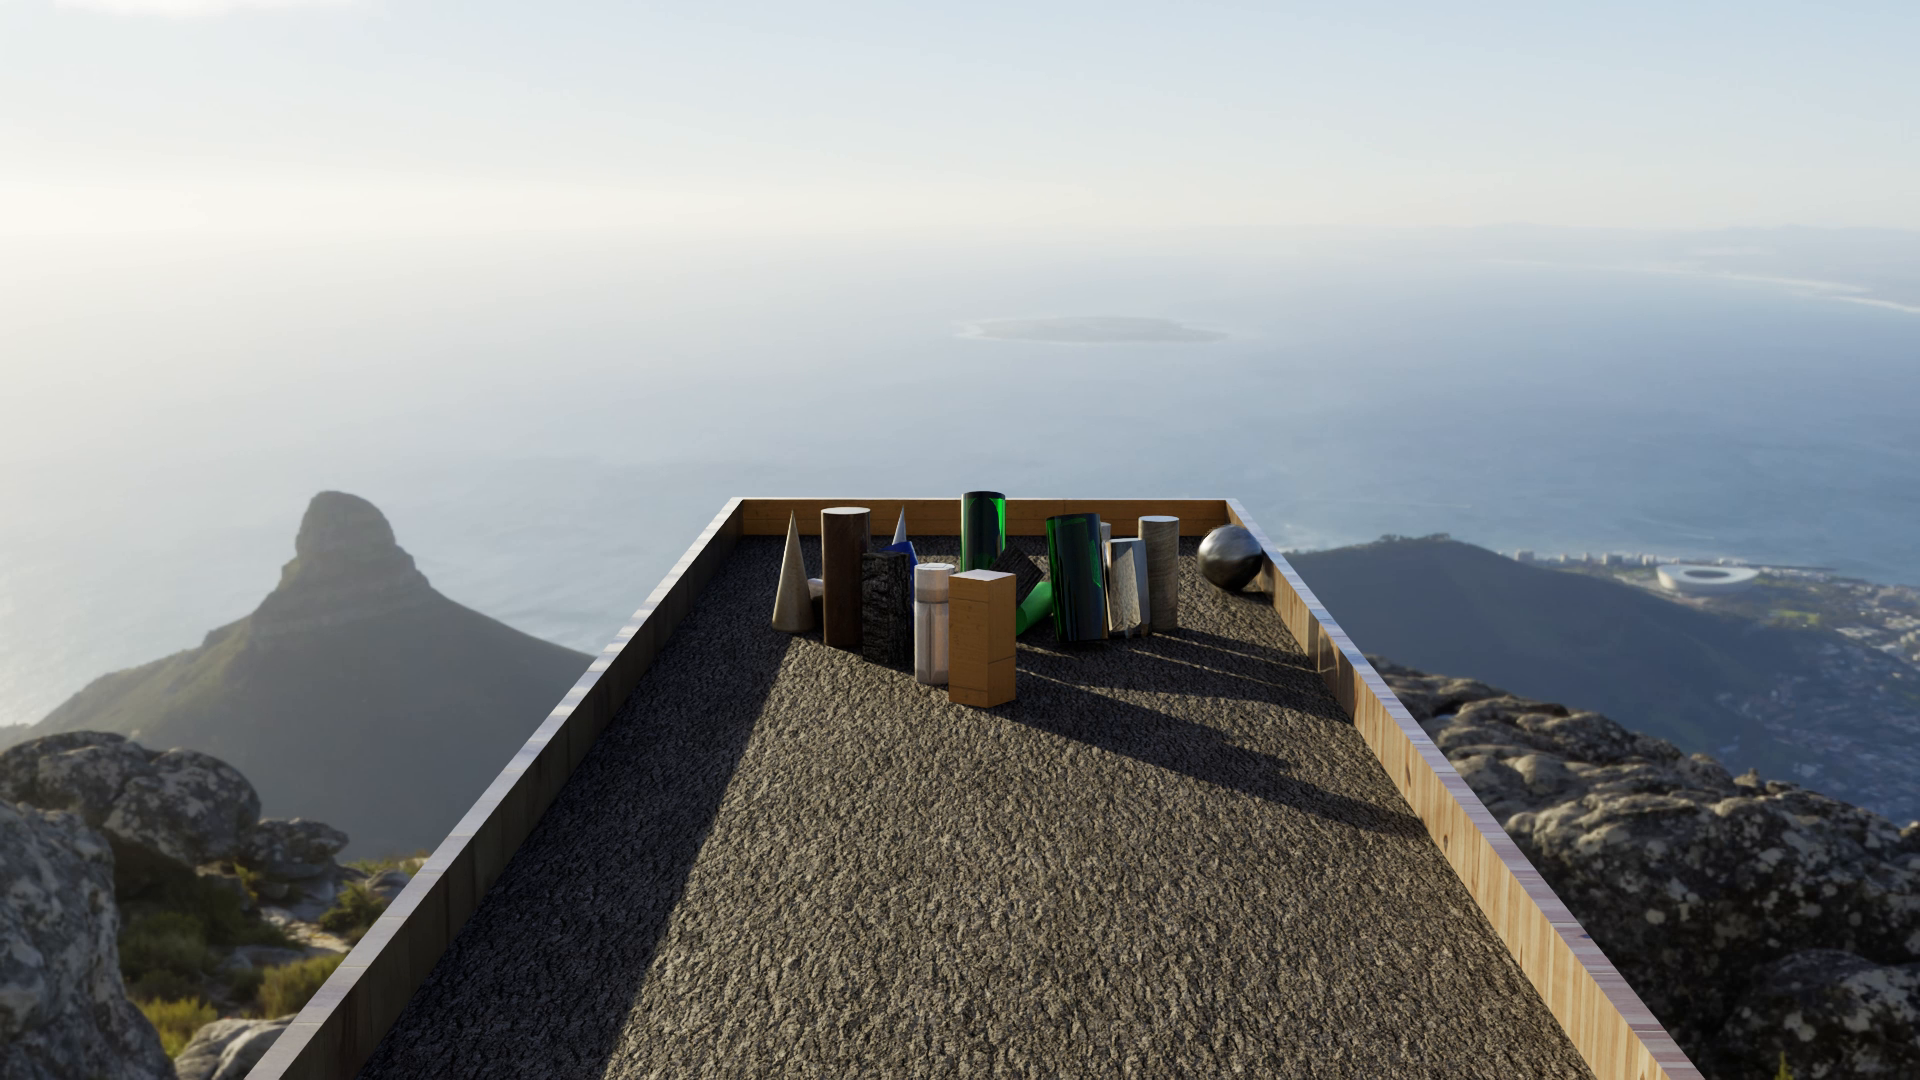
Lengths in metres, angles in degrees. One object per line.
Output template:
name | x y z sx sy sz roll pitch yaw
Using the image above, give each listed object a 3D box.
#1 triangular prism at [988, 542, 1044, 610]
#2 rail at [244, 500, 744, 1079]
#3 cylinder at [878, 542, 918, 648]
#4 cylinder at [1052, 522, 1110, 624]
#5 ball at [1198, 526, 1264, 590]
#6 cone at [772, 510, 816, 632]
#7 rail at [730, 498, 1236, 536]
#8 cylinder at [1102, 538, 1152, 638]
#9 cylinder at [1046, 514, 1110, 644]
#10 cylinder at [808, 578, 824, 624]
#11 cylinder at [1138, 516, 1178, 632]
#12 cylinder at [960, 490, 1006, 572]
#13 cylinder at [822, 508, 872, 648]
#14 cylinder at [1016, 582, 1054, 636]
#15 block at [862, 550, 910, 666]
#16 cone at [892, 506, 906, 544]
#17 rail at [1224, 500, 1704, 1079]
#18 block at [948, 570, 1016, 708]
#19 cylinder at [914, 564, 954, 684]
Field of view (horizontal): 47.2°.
triangular prism | 0.097 0.167 6.971 0.151 0.131 0.402 -5 28 34
rail | -1.004 0.839 3.234 0.050 0.150 12.000 0 9 1
cylinder | -0.166 0.172 6.852 0.139 0.307 0.139 -19 -9 -3
cylinder | 0.400 0.110 7.217 0.176 0.333 0.176 2 6 0
ball | 0.966 0.066 7.859 0.231 0.231 0.231 0 9 0
cone | -0.542 0.094 7.158 0.151 0.395 0.151 0 9 0
rail | 0.099 -0.098 9.147 2.100 0.150 0.050 0 9 1
cylinder | 0.519 0.153 7.006 0.165 0.306 0.165 -4 3 0
cylinder | 0.369 0.121 6.892 0.171 0.392 0.171 -4 -5 0
cylinder | -0.353 0.222 7.161 0.139 0.139 0.429 -8 12 -40
cylinder | 0.646 0.108 7.174 0.131 0.361 0.131 0 9 0
cylinder | 0.076 0.054 7.277 0.148 0.409 0.148 0 -13 0
cylinder | -0.355 0.117 6.917 0.154 0.423 0.154 -1 9 0
cylinder | 0.222 0.225 7.219 0.114 0.114 0.391 3 9 18
block | -0.223 0.204 6.672 0.103 0.328 0.103 8 12 40
cone | -0.206 0.063 7.333 0.130 0.384 0.130 4 -18 1
rail | 1.046 0.843 3.208 0.050 0.150 12.000 0 9 1
block | 0.062 0.273 6.143 0.134 0.357 0.134 7 11 36
cylinder | -0.074 0.243 6.400 0.116 0.337 0.116 0 9 0
